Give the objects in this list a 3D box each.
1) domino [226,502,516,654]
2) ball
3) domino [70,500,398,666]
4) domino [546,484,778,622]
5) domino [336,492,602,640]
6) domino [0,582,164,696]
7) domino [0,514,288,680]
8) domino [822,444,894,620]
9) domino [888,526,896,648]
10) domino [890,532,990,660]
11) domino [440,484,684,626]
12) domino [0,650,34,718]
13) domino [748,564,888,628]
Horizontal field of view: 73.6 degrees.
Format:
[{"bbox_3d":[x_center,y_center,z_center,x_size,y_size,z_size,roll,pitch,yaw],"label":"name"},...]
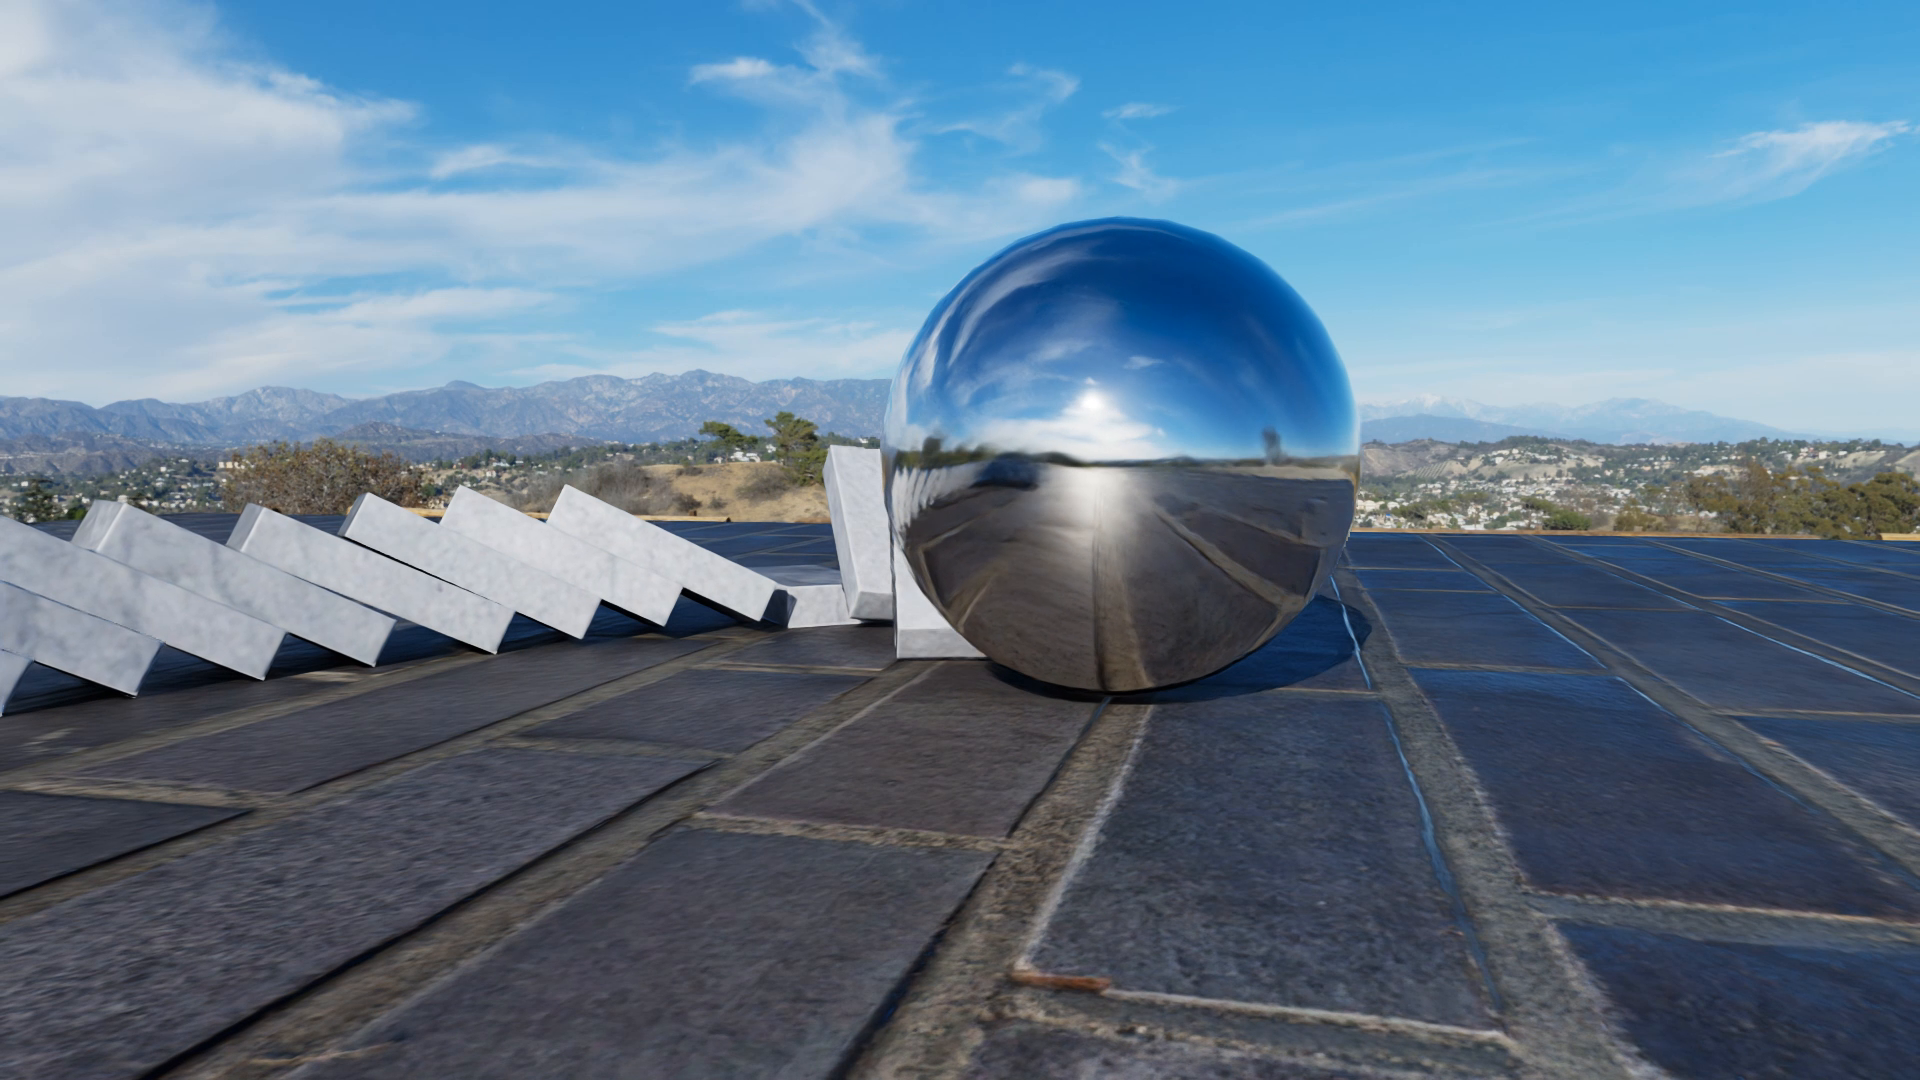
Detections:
[{"bbox_3d":[-0.118,0.008,0.257,0.050,0.010,0.025,29,-13,-33],"label":"domino"},{"bbox_3d":[0.026,-0.014,0.218,0.080,0.080,0.080,0,4,0],"label":"ball"},{"bbox_3d":[-0.135,0.008,0.239,0.025,0.009,0.050,4,-23,46],"label":"domino"},{"bbox_3d":[-0.068,0.004,0.290,0.050,0.010,0.025,26,-12,-16],"label":"domino"},{"bbox_3d":[-0.103,0.006,0.270,0.050,0.010,0.025,29,-13,-26],"label":"domino"},{"bbox_3d":[-0.160,0.010,0.206,0.025,0.009,0.050,3,-24,38],"label":"domino"},{"bbox_3d":[-0.148,0.010,0.224,0.025,0.009,0.050,4,-23,43],"label":"domino"},{"bbox_3d":[-0.017,-0.002,0.313,0.025,0.010,0.050,4,44,-20],"label":"domino"},{"bbox_3d":[-0.003,0.002,0.283,0.025,0.010,0.050,0,44,-5],"label":"domino"},{"bbox_3d":[-0.002,0.003,0.268,0.025,0.009,0.050,0,44,-5],"label":"domino"},{"bbox_3d":[-0.087,0.004,0.281,0.050,0.009,0.025,27,-12,-17],"label":"domino"},{"bbox_3d":[-0.171,0.012,0.191,0.025,0.010,0.050,3,-24,38],"label":"domino"},{"bbox_3d":[-0.040,0.014,0.324,0.025,0.010,0.050,-2,5,-26],"label":"domino"}]
